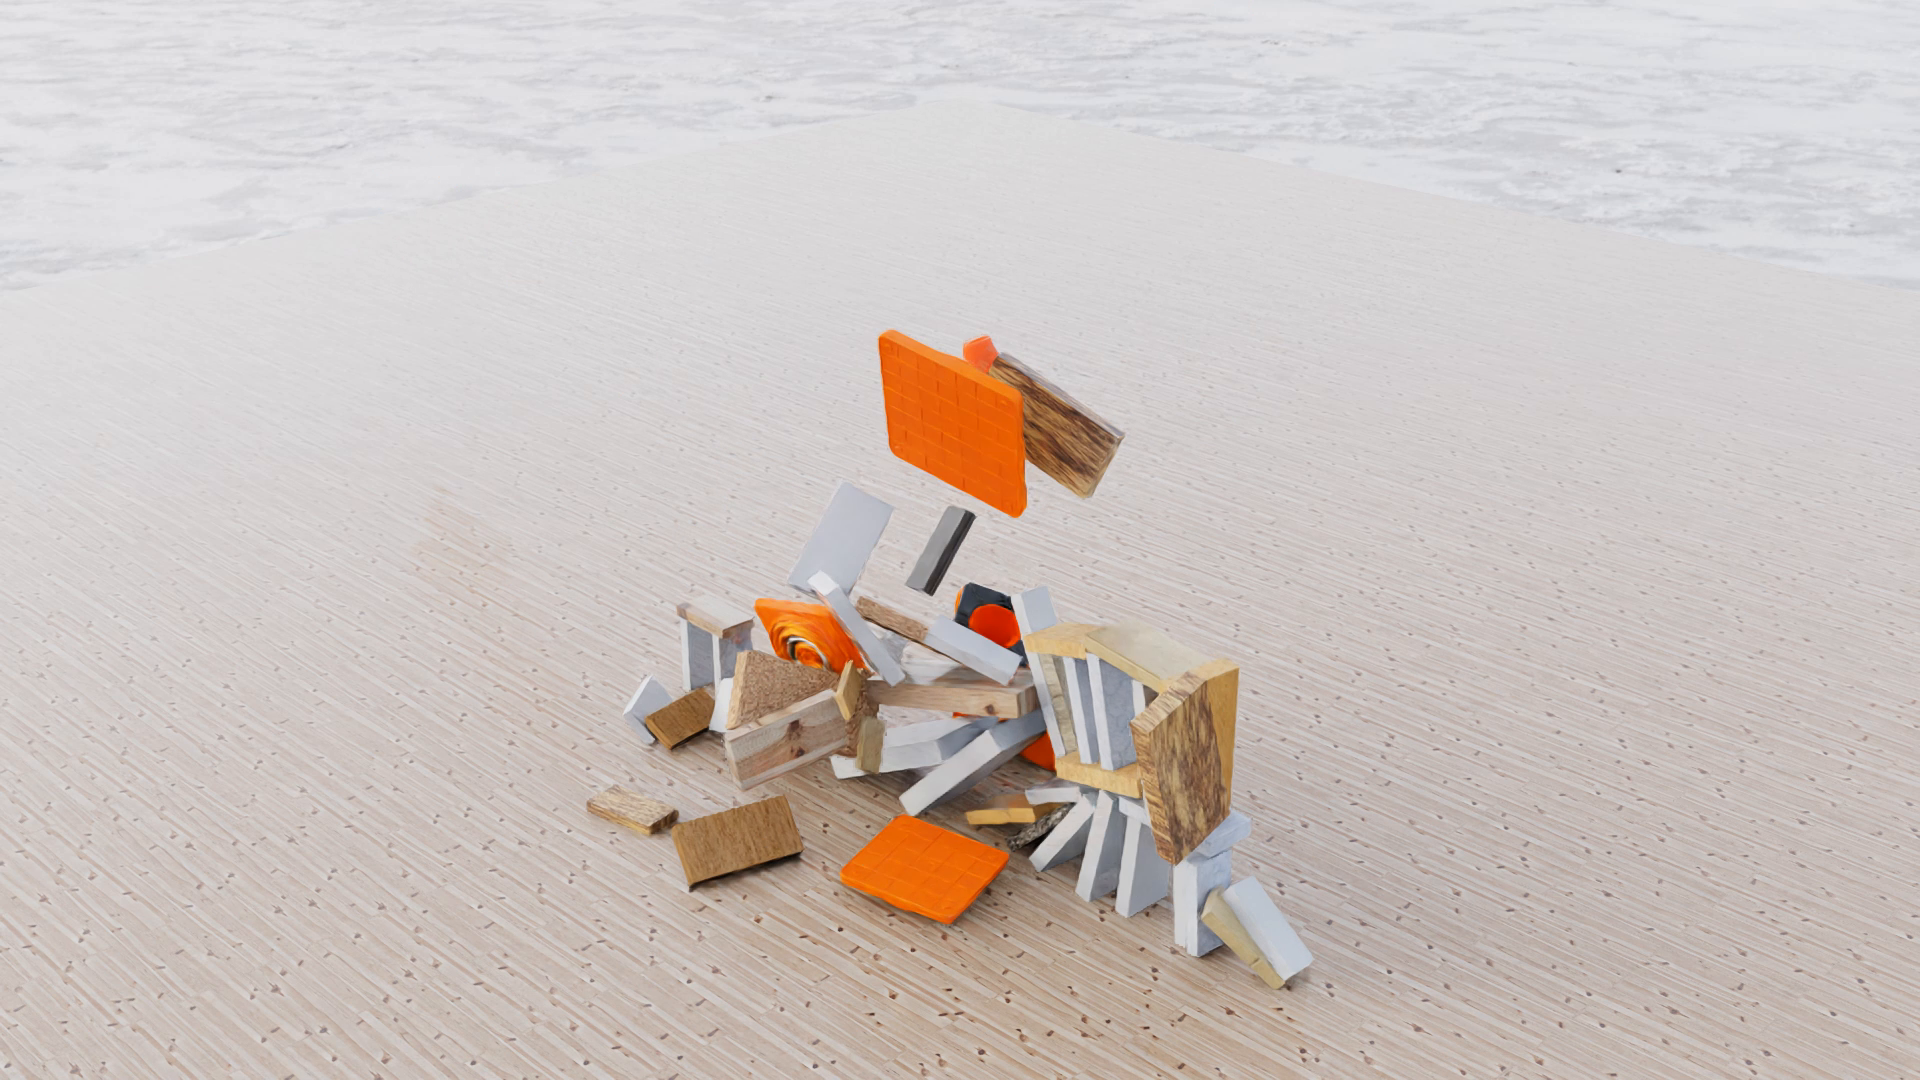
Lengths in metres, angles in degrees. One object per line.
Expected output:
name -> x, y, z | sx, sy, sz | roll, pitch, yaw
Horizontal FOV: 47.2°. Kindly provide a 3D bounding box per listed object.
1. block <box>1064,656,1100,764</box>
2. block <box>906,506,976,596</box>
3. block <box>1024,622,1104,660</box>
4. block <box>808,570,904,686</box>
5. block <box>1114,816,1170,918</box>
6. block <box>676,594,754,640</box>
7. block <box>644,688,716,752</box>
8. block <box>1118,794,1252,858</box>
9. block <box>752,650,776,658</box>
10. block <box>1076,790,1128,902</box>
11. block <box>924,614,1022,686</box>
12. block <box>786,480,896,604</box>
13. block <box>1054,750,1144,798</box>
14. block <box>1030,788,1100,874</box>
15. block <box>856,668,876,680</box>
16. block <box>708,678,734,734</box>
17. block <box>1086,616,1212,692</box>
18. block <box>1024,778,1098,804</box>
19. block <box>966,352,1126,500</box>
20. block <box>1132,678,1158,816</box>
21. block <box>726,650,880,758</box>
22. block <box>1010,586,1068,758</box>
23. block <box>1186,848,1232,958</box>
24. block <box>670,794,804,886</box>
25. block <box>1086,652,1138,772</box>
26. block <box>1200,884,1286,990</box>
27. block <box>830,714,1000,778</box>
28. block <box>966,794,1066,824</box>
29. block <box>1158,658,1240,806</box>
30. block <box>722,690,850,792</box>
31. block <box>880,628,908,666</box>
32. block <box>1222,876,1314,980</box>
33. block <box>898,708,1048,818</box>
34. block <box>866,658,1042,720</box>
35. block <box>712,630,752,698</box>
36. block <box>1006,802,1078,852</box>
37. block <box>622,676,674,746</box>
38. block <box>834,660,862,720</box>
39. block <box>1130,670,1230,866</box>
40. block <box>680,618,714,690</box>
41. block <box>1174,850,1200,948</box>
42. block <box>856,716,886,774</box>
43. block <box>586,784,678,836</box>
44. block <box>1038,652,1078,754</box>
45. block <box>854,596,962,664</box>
block -> 0.256, 0.303, 4.087 | 0.103, 0.205, 0.029 | -18, 13, -37
block -> -0.038, 0.021, 4.351 | 0.026, 0.182, 0.091 | 31, -7, -24
block -> 0.218, 0.187, 4.100 | 0.103, 0.029, 0.205 | -16, 10, -30
block -> -0.202, 0.173, 4.283 | 0.034, 0.238, 0.119 | -38, 23, -8
block -> 0.349, 0.587, 4.093 | 0.110, 0.221, 0.031 | -21, 37, -40
block -> -0.545, 0.170, 4.886 | 0.086, 0.024, 0.173 | -20, 30, -38
block -> -0.593, 0.387, 4.758 | 0.085, 0.024, 0.171 | 47, 40, 13
block -> 0.406, 0.497, 3.977 | 0.110, 0.031, 0.221 | -22, 32, -38
block -> -0.396, 0.342, 4.686 | 0.043, 0.152, 0.303 | 18, 2, -27
block -> 0.297, 0.555, 4.128 | 0.126, 0.253, 0.036 | -18, 43, -37
block -> 0.026, 0.214, 4.268 | 0.182, 0.026, 0.091 | 27, 25, 5
block -> -0.237, 0.012, 4.390 | 0.119, 0.034, 0.238 | 27, 71, 3
block -> 0.301, 0.423, 4.071 | 0.126, 0.036, 0.253 | -17, 12, -31
block -> 0.239, 0.542, 4.196 | 0.126, 0.253, 0.036 | -18, 65, -37
block -> -0.272, 0.359, 4.560 | 0.043, 0.152, 0.303 | 27, -21, -21
block -> -0.453, 0.360, 4.674 | 0.033, 0.117, 0.234 | 20, -10, -31
block -> 0.336, 0.206, 3.914 | 0.111, 0.031, 0.222 | -17, 29, -31
block -> 0.220, 0.477, 4.241 | 0.099, 0.028, 0.198 | -19, 2, -30
block -> 0.165, -0.225, 4.298 | 0.295, 0.148, 0.042 | 36, 28, 17
block -> 0.372, 0.359, 3.929 | 0.111, 0.259, 0.031 | -17, 19, -31
block -> -0.306, 0.328, 4.336 | 0.303, 0.152, 0.043 | 16, -17, -28
block -> 0.180, 0.268, 4.253 | 0.026, 0.353, 0.091 | -16, -1, 37
block -> 0.451, 0.654, 3.981 | 0.093, 0.185, 0.026 | -19, 26, -38
block -> -0.430, 0.581, 4.255 | 0.234, 0.117, 0.033 | -13, -18, -27
block -> 0.297, 0.299, 4.019 | 0.111, 0.222, 0.031 | -18, 17, -34
block -> 0.511, 0.706, 3.914 | 0.185, 0.026, 0.093 | 44, 28, -4
block -> -0.092, 0.421, 4.512 | 0.174, 0.049, 0.348 | -22, 5, -41
block -> 0.114, 0.532, 4.366 | 0.099, 0.028, 0.198 | -20, 6, -41
block -> 0.414, 0.363, 3.873 | 0.148, 0.295, 0.042 | -18, 33, -31
block -> -0.335, 0.387, 4.253 | 0.234, 0.117, 0.033 | -22, 27, -23
block -> -0.136, 0.211, 4.475 | 0.053, 0.105, 0.015 | 18, -14, 9
block -> 0.551, 0.692, 3.930 | 0.185, 0.026, 0.093 | 54, 29, 16
block -> 0.038, 0.437, 4.372 | 0.174, 0.049, 0.348 | -22, -14, -41
block -> 0.009, 0.290, 4.340 | 0.348, 0.049, 0.174 | 3, 14, 33
block -> -0.503, 0.278, 4.884 | 0.086, 0.173, 0.024 | -18, 29, -35
block -> 0.183, 0.545, 4.273 | 0.099, 0.028, 0.198 | -19, -13, -43
block -> -0.675, 0.369, 4.784 | 0.024, 0.085, 0.171 | -33, 14, 20
block -> -0.217, 0.292, 4.295 | 0.015, 0.053, 0.157 | -17, 19, 12
block -> 0.381, 0.395, 3.779 | 0.148, 0.335, 0.042 | -39, 45, -26
block -> -0.586, 0.245, 4.962 | 0.086, 0.173, 0.024 | -21, 31, -40
block -> 0.439, 0.623, 4.004 | 0.110, 0.221, 0.031 | -21, 29, -37
block -> -0.176, 0.402, 4.309 | 0.015, 0.105, 0.053 | -10, -26, 40
block -> -0.662, 0.546, 4.444 | 0.171, 0.024, 0.085 | 15, 27, 32
block -> 0.221, 0.312, 4.243 | 0.029, 0.268, 0.103 | -16, 0, 37
block -> -0.097, 0.178, 4.361 | 0.238, 0.034, 0.119 | 25, -6, -1
